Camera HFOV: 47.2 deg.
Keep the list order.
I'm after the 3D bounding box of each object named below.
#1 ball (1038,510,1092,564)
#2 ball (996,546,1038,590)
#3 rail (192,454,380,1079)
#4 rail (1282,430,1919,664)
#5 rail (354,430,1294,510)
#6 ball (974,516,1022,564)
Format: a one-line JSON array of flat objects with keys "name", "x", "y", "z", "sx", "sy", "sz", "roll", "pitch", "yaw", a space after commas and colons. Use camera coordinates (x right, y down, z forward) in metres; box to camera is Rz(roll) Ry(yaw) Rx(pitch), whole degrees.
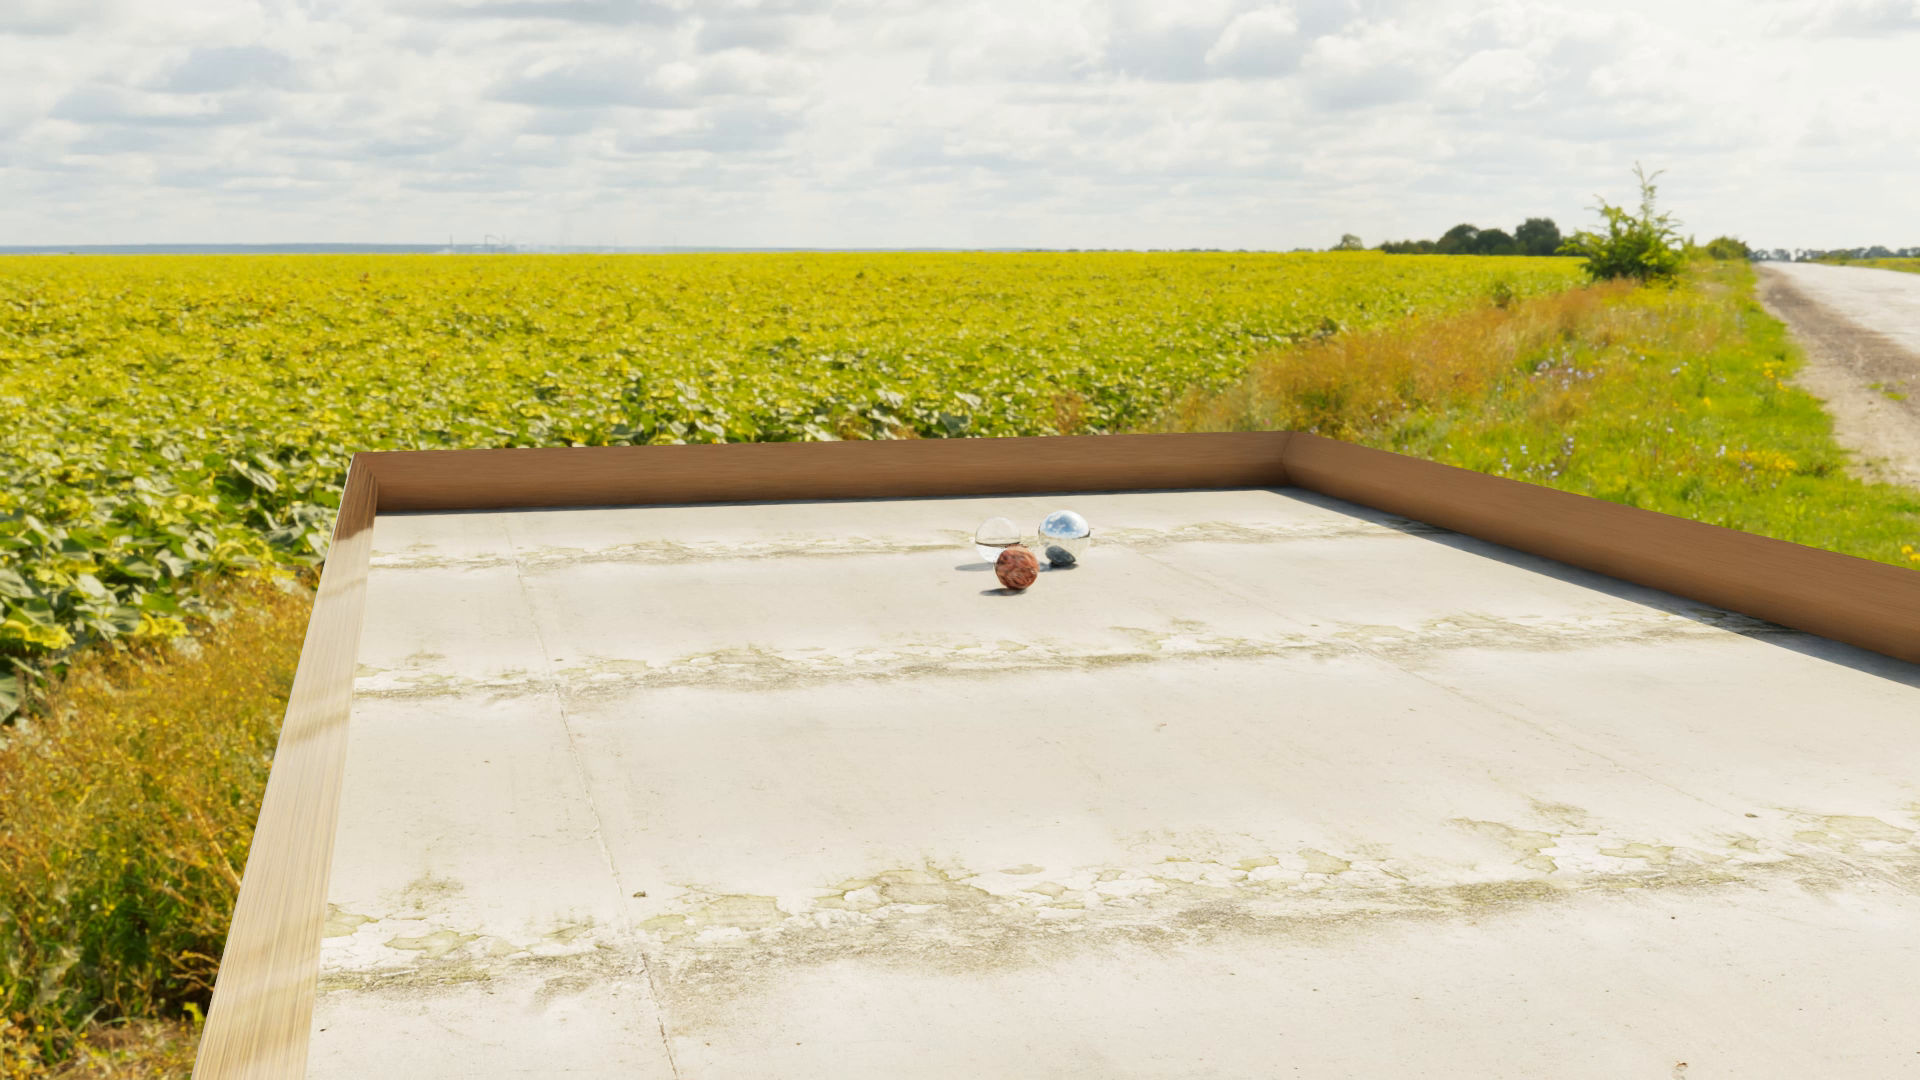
[{"name": "ball", "x": 0.166, "y": -0.005, "z": 3.492, "sx": 0.086, "sy": 0.086, "sz": 0.086, "roll": 0, "pitch": 8, "yaw": 0}, {"name": "ball", "x": 0.084, "y": 0.042, "z": 3.243, "sx": 0.064, "sy": 0.064, "sz": 0.064, "roll": 0, "pitch": 8, "yaw": 0}, {"name": "rail", "x": -0.674, "y": 0.139, "z": 2.369, "sx": 0.045, "sy": 0.112, "sz": 3.693, "roll": -2, "pitch": 8, "yaw": -14}, {"name": "rail", "x": 1.117, "y": 0.077, "z": 2.808, "sx": 0.045, "sy": 0.112, "sz": 3.693, "roll": -2, "pitch": 8, "yaw": -14}, {"name": "rail", "x": -0.216, "y": -0.138, "z": 4.341, "sx": 1.892, "sy": 0.112, "sz": 0.045, "roll": -2, "pitch": 8, "yaw": -14}, {"name": "ball", "x": 0.061, "y": 0.001, "z": 3.493, "sx": 0.075, "sy": 0.075, "sz": 0.075, "roll": 0, "pitch": 8, "yaw": 0}]
